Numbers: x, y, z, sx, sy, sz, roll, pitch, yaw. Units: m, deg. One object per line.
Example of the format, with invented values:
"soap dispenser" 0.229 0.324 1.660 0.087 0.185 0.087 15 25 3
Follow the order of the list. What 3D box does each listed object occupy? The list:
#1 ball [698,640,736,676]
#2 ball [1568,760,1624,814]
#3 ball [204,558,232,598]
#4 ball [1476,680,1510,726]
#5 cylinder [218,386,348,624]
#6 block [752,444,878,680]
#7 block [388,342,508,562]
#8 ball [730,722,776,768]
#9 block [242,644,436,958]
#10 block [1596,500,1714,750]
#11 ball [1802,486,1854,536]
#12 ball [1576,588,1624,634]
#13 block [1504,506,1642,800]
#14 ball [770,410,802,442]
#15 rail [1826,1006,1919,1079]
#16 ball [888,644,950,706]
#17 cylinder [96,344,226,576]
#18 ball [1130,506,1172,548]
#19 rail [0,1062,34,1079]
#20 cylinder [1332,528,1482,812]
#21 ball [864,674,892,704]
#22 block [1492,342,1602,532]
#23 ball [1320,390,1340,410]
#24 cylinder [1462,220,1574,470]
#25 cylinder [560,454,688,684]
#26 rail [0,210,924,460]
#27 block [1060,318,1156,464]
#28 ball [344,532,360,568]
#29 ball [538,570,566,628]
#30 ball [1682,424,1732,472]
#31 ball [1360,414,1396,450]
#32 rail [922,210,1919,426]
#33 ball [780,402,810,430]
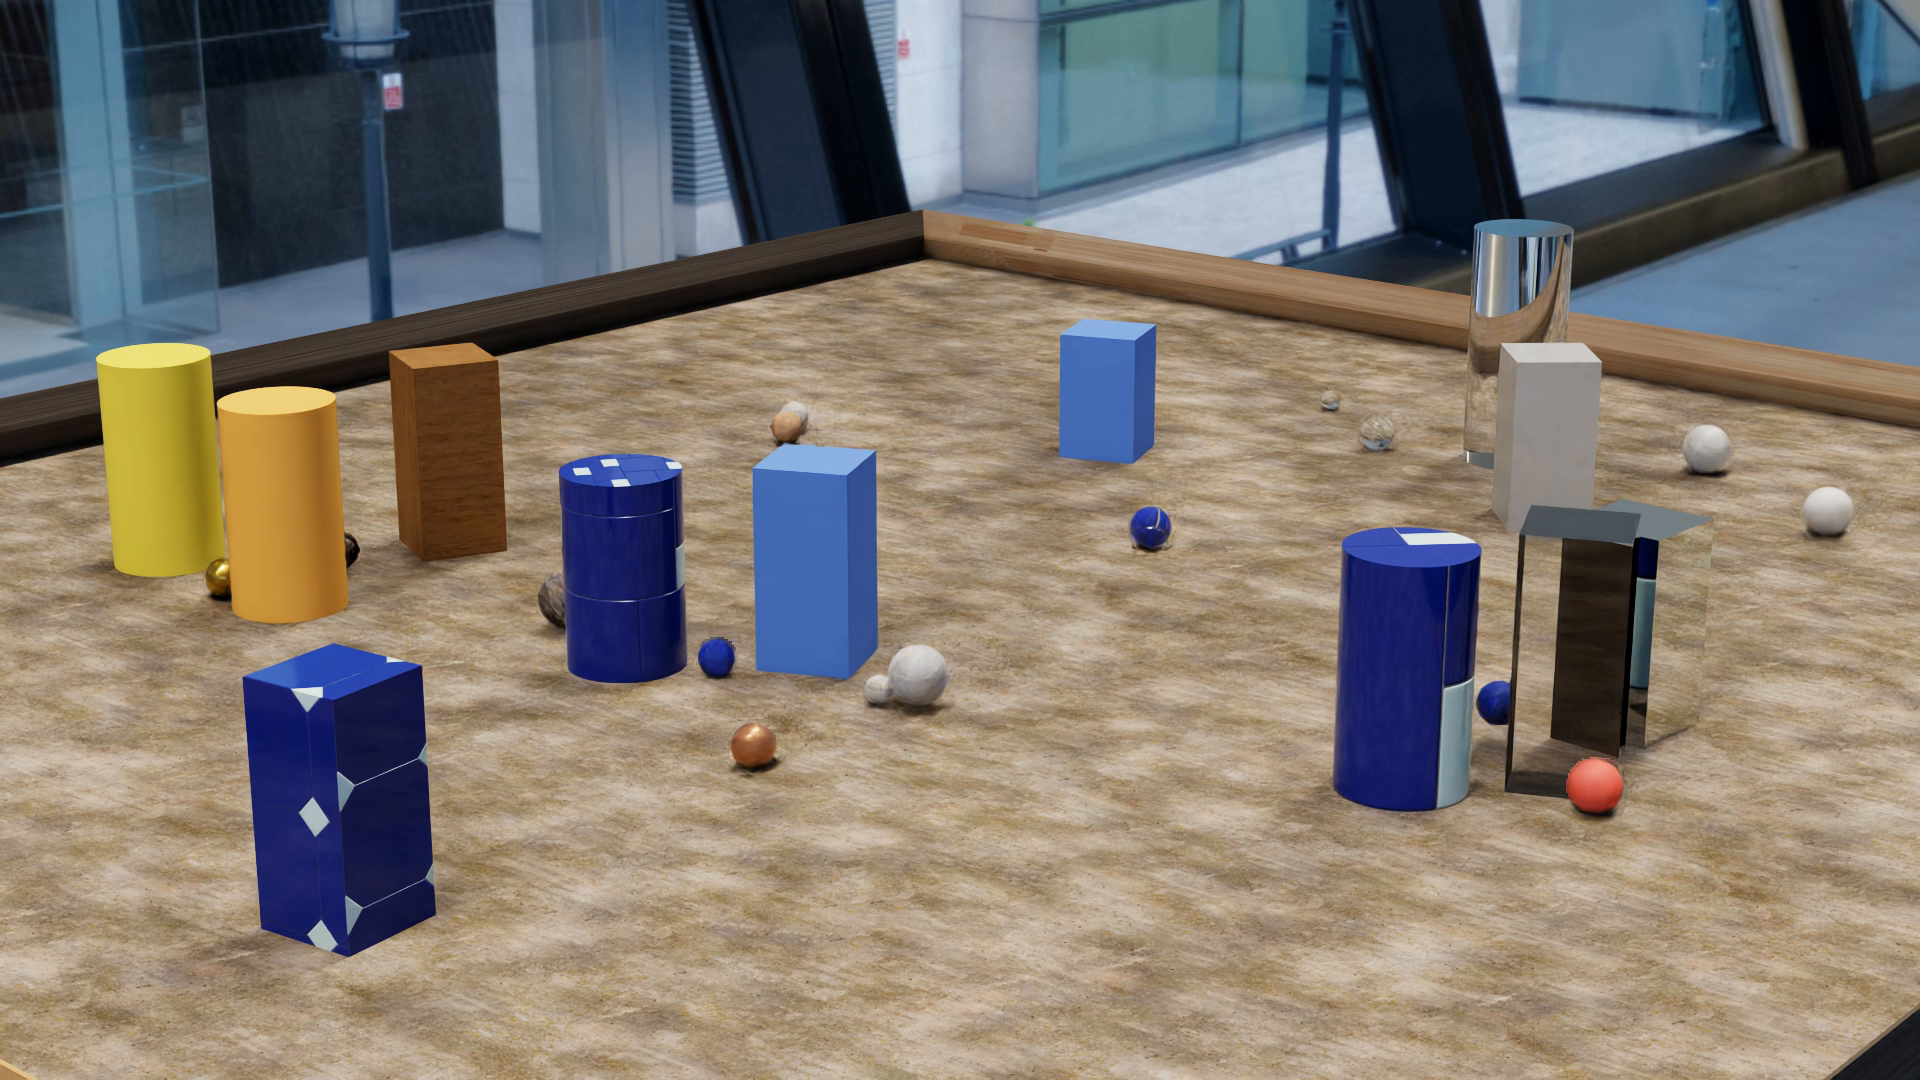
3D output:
"ball" -0.391 0.190 4.717 0.061 0.061 0.061 0 17 0
"ball" 0.902 0.350 4.159 0.076 0.076 0.076 0 17 0
"ball" -1.282 0.066 5.115 0.069 0.069 0.069 0 17 0
"ball" 0.809 0.245 4.405 0.067 0.067 0.067 0 17 0
"cylinder" -1.159 -0.062 5.024 0.197 0.365 0.197 0 17 0
"block" -0.233 0.033 4.754 0.157 0.340 0.157 5 17 15
"block" -0.937 -0.163 5.368 0.157 0.359 0.157 -8 19 -25
"ball" -0.305 0.303 4.327 0.068 0.068 0.068 0 17 0
"block" -0.793 0.331 3.757 0.157 0.344 0.157 11 20 32
"block" 1.026 0.126 4.466 0.157 0.328 0.157 15 23 41
"ball" 1.621 -0.054 5.473 0.091 0.091 0.091 0 17 0
"ball" 1.072 0.120 4.918 0.078 0.078 0.078 0 17 0
"block" 0.885 0.163 4.236 0.157 0.389 0.157 5 17 16
"ball" -0.361 -0.236 6.119 0.067 0.067 0.067 0 17 0
"rail" 1.537 0.417 3.842 0.045 0.128 4.434 14 22 39
"ball" -0.065 0.210 4.571 0.096 0.096 0.096 0 17 0
"cylinder" -1.435 -0.145 5.272 0.197 0.382 0.197 0 17 0
"ball" 0.351 -0.023 5.395 0.077 0.077 0.077 0 17 0
"rail" -1.438 0.510 3.534 4.119 0.128 0.045 14 22 39
"cylinder" 0.640 0.184 4.208 0.197 0.365 0.197 0 17 0
"ball" -0.128 0.234 4.594 0.046 0.046 0.046 0 17 0
"block" 1.105 -0.195 5.534 0.157 0.326 0.157 0 17 -1
"ball" 0.808 -0.307 6.395 0.042 0.042 0.042 0 17 0
"cylinder" 1.128 -0.395 5.935 0.197 0.478 0.197 0 17 0
"cylinder" -0.543 0.044 4.737 0.197 0.327 0.197 0 17 0
"rail" -1.537 -0.353 6.398 0.045 0.128 4.434 14 22 39
"block" 0.304 -0.307 6.024 0.157 0.257 0.157 6 18 19
"ball" -1.115 0.018 5.278 0.066 0.066 0.066 0 17 0
"ball" -0.663 0.099 4.954 0.098 0.098 0.098 0 17 0
"ball" 1.502 -0.183 5.891 0.097 0.097 0.097 0 17 0
"ball" 0.863 -0.223 6.061 0.074 0.074 0.074 0 17 0
"rail" 1.438 -0.446 6.705 4.119 0.128 0.045 14 22 39
"ball" -0.350 -0.260 6.205 0.063 0.063 0.063 0 17 0
